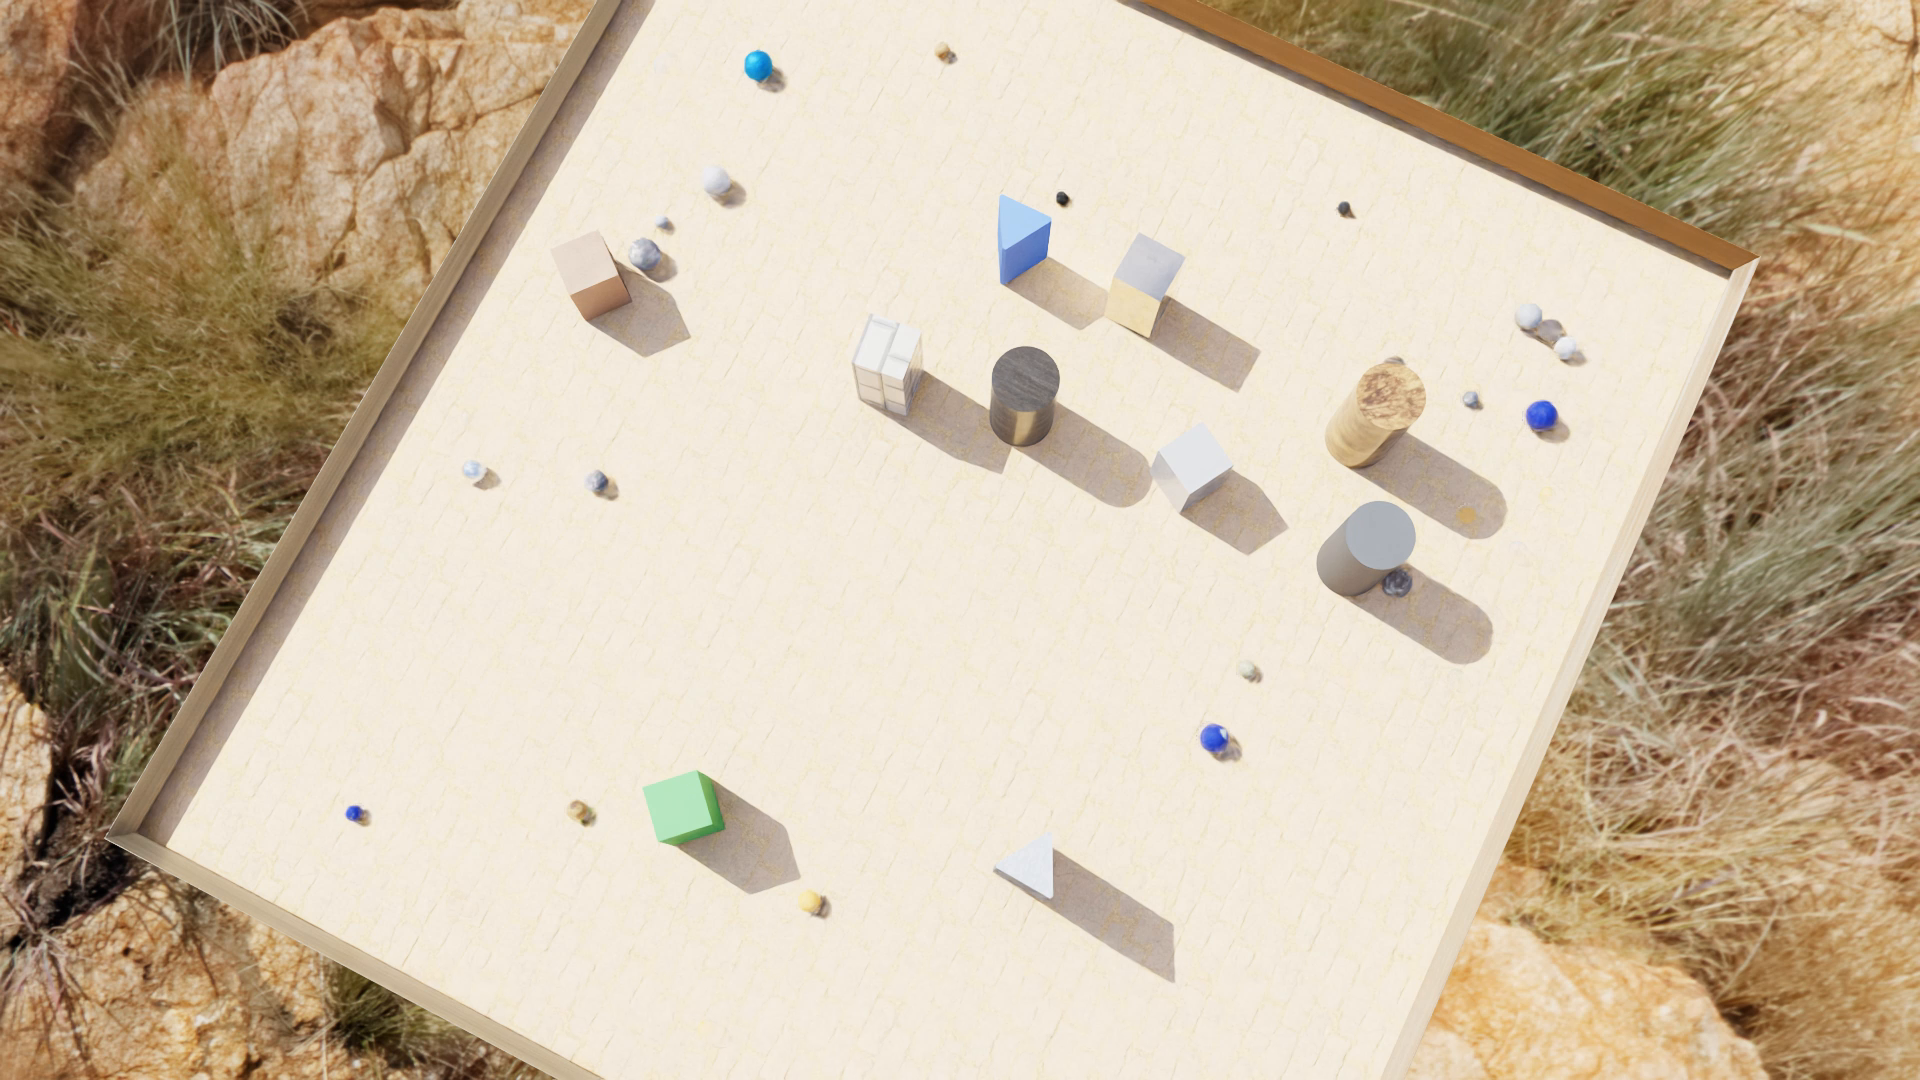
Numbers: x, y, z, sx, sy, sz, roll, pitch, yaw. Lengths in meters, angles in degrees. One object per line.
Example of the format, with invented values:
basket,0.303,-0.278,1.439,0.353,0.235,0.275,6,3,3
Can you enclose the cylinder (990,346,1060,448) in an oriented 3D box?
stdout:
cylinder,0.191,-0.426,5.501,0.200,0.400,0.200,0,78,0

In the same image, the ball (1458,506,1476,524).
ball,1.553,-0.077,5.606,0.053,0.053,0.053,0,78,0

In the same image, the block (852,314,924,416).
block,-0.214,-0.524,5.526,0.160,0.389,0.160,19,79,4

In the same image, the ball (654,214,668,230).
ball,-0.945,-1.008,5.801,0.047,0.047,0.047,0,78,0

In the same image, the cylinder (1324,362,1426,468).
cylinder,1.230,-0.364,5.455,0.200,0.464,0.200,0,78,0

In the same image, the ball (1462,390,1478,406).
ball,1.584,-0.439,5.683,0.048,0.048,0.048,0,78,0

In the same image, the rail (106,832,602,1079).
rail,-0.840,1.653,5.207,3.638,0.130,0.045,26,80,5

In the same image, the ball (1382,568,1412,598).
ball,1.314,0.130,5.513,0.091,0.091,0.091,0,78,0

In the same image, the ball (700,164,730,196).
ball,-0.775,-1.139,5.802,0.098,0.098,0.098,0,78,0

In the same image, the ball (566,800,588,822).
ball,-1.133,0.800,5.419,0.062,0.062,0.062,0,78,0

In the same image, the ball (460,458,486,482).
ball,-1.493,-0.213,5.623,0.074,0.074,0.074,0,78,0

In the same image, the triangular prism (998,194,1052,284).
triangular prism,0.163,-0.945,5.652,0.173,0.314,0.150,-33,80,-6

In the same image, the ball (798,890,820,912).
ball,-0.442,1.057,5.365,0.065,0.065,0.065,0,78,0

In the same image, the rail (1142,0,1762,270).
rail,0.840,-1.639,5.889,3.638,0.130,0.045,26,80,5

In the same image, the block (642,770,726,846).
block,-0.796,0.778,5.303,0.160,0.299,0.160,-18,79,-4

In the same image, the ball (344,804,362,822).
ball,-1.794,0.808,5.423,0.051,0.051,0.051,0,78,0

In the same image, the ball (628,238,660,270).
ball,-0.990,-0.897,5.751,0.100,0.100,0.100,0,78,0

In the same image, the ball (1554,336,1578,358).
ball,1.889,-0.599,5.705,0.070,0.070,0.070,0,78,0

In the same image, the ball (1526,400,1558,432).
ball,1.793,-0.383,5.645,0.100,0.100,0.100,0,78,0

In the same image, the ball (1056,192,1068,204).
ball,0.324,-1.086,5.821,0.040,0.040,0.040,0,78,0

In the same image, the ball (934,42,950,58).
ball,-0.058,-1.582,5.918,0.052,0.052,0.052,0,78,0

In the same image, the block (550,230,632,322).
block,-1.136,-0.814,5.658,0.160,0.248,0.160,-24,79,-5

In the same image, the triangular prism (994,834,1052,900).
triangular prism,0.208,0.903,5.176,0.173,0.497,0.150,29,80,6

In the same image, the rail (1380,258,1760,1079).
rail,1.606,0.793,5.385,0.045,0.130,3.806,26,80,5

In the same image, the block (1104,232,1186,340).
block,0.560,-0.771,5.591,0.160,0.363,0.160,29,80,6

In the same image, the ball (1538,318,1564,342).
ball,1.843,-0.654,5.714,0.074,0.074,0.074,0,78,0

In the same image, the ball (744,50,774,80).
ball,-0.648,-1.524,5.884,0.095,0.095,0.095,0,78,0

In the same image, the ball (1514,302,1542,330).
ball,1.775,-0.698,5.718,0.085,0.085,0.085,0,78,0

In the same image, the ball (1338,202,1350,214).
ball,1.218,-1.053,5.813,0.042,0.042,0.042,0,78,0

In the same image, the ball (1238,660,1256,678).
ball,0.863,0.387,5.508,0.055,0.055,0.055,0,78,0

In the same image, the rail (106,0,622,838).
rail,-1.606,-0.779,5.711,0.045,0.130,3.806,26,80,5

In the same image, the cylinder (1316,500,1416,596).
cylinder,1.188,0.030,5.388,0.200,0.435,0.200,0,78,0

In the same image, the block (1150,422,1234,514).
block,0.694,-0.215,5.522,0.160,0.273,0.160,-33,80,-6

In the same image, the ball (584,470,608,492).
ball,-1.117,-0.180,5.618,0.071,0.071,0.071,0,78,0

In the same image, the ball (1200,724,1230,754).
ball,0.757,0.590,5.448,0.090,0.090,0.090,0,78,0

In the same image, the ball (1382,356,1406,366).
ball,1.348,-0.535,5.689,0.074,0.074,0.074,0,78,0
